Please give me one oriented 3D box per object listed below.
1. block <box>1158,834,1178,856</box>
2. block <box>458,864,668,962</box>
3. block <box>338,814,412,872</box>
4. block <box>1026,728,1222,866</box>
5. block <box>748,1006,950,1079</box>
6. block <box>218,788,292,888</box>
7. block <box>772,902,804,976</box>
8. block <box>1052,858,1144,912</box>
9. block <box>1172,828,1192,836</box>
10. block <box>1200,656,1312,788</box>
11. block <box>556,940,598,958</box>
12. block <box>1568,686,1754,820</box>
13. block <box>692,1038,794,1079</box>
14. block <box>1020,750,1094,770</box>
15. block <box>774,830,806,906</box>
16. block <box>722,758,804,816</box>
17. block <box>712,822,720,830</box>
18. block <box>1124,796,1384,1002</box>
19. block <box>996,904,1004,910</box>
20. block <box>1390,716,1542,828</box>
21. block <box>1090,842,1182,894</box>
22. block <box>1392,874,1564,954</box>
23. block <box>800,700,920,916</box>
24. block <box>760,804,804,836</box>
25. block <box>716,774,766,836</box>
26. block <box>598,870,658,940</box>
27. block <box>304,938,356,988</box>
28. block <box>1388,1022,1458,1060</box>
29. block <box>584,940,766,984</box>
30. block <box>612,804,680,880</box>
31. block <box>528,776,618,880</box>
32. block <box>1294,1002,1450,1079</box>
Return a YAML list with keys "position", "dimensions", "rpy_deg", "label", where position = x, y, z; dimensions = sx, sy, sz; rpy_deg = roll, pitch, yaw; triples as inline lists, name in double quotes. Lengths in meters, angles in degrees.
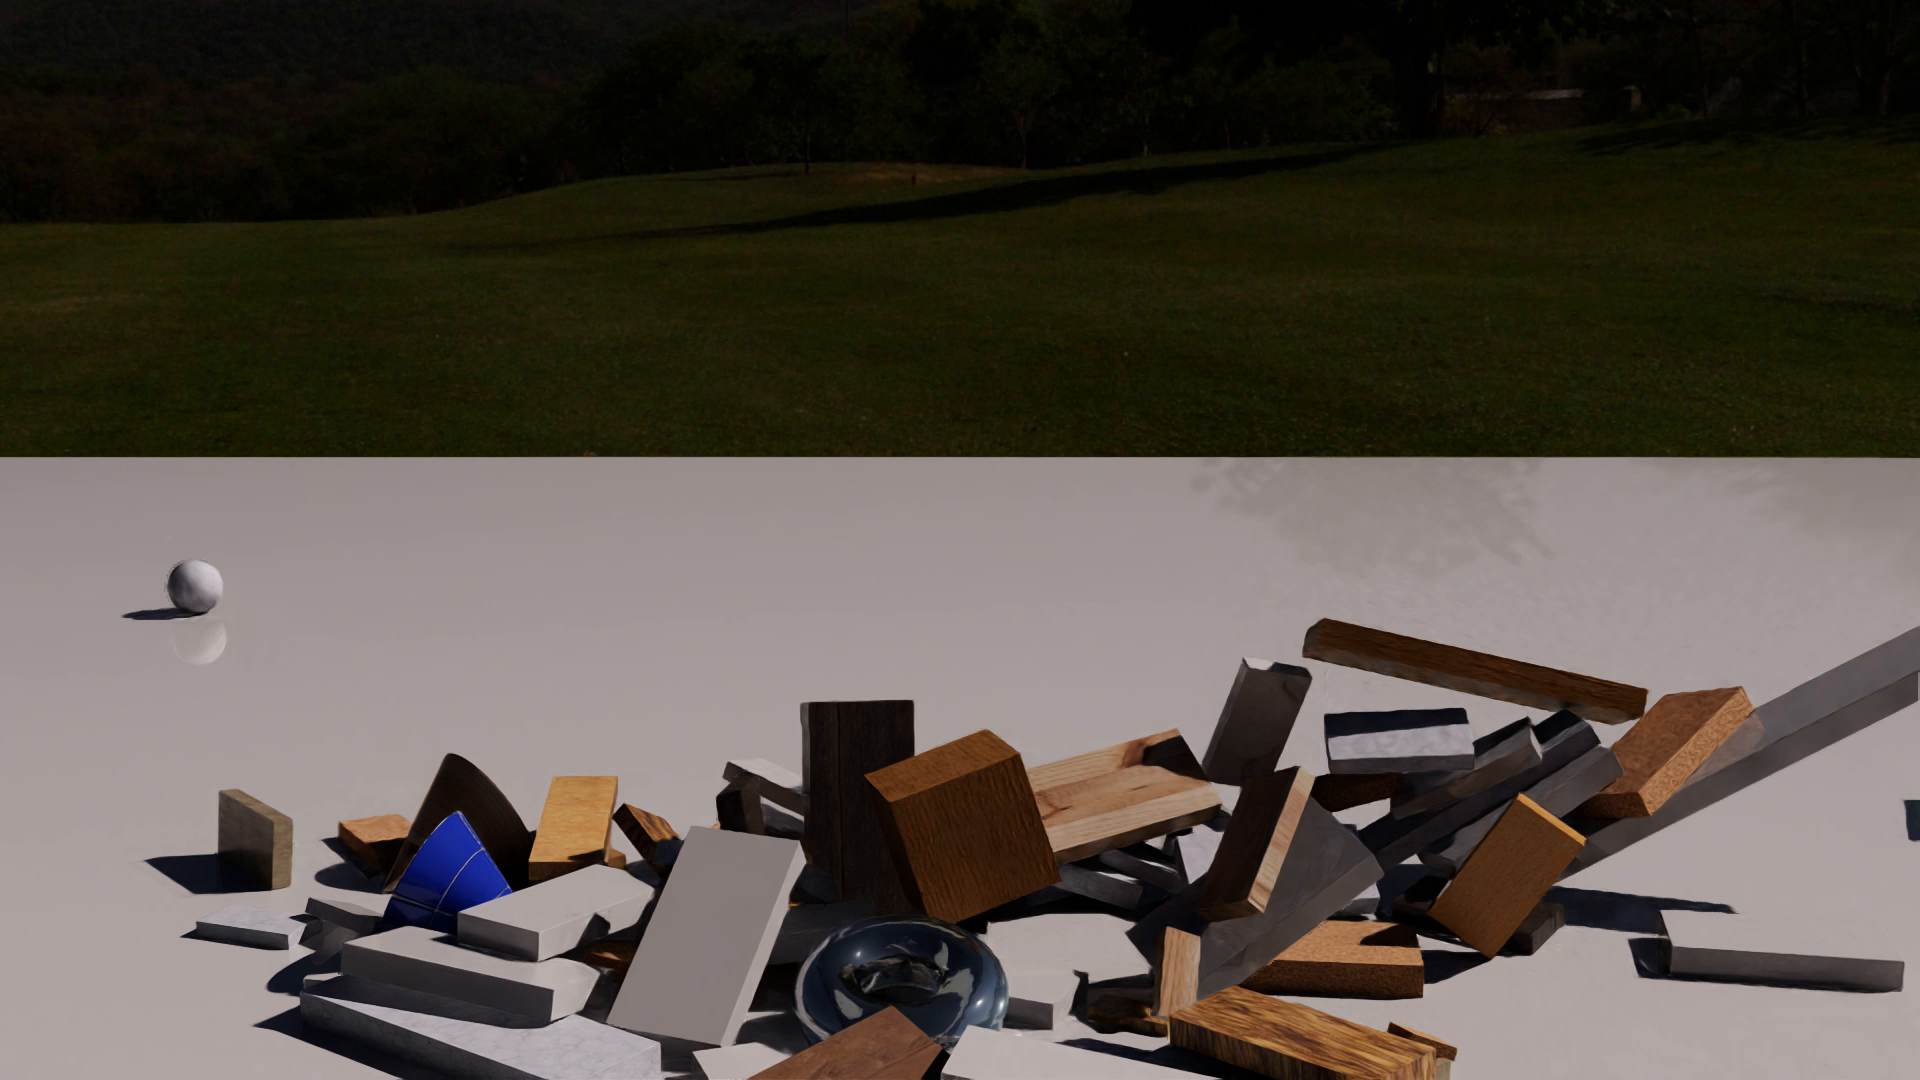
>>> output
- position: [0.438, 0.534, 3.679]
  dimensions: [0.207, 0.029, 0.104]
  rpy_deg: [17, 0, 3]
  label: "block"
- position: [-0.587, 0.556, 3.298]
  dimensions: [0.155, 0.044, 0.310]
  rpy_deg: [7, 9, 30]
  label: "block"
- position: [-1.011, 0.534, 3.892]
  dimensions: [0.109, 0.031, 0.218]
  rpy_deg: [-5, 12, -33]
  label: "block"
- position: [0.249, 0.427, 3.637]
  dimensions: [0.329, 0.047, 0.164]
  rpy_deg: [-13, 51, -22]
  label: "block"
- position: [-0.137, 0.704, 2.736]
  dimensions: [0.171, 0.049, 0.343]
  rpy_deg: [35, 28, 27]
  label: "block"
- position: [-1.211, 0.511, 3.772]
  dimensions: [0.033, 0.116, 0.231]
  rpy_deg: [-2, 9, -41]
  label: "block"
- position: [-0.299, 0.603, 3.409]
  dimensions: [0.220, 0.031, 0.110]
  rpy_deg: [11, 32, 38]
  label: "block"
- position: [0.148, 0.525, 3.656]
  dimensions: [0.310, 0.044, 0.155]
  rpy_deg: [17, 11, -1]
  label: "block"
- position: [0.281, 0.466, 3.711]
  dimensions: [0.207, 0.029, 0.103]
  rpy_deg: [9, -1, -6]
  label: "block"
- position: [0.503, 0.315, 3.747]
  dimensions: [0.117, 0.235, 0.033]
  rpy_deg: [10, 27, -15]
  label: "block"
- position: [-0.662, 0.624, 3.415]
  dimensions: [0.180, 0.025, 0.090]
  rpy_deg: [-5, 11, -24]
  label: "block"
- position: [1.162, 0.355, 3.660]
  dimensions: [0.327, 0.046, 0.163]
  rpy_deg: [-35, 10, -32]
  label: "block"
- position: [-0.258, 0.722, 2.863]
  dimensions: [0.125, 0.035, 0.249]
  rpy_deg: [-4, 11, -20]
  label: "block"
- position: [0.177, 0.451, 4.309]
  dimensions: [0.275, 0.039, 0.138]
  rpy_deg: [-1, 11, -5]
  label: "block"
- position: [-0.282, 0.556, 3.578]
  dimensions: [0.110, 0.031, 0.220]
  rpy_deg: [3, 30, 17]
  label: "block"
- position: [-0.286, 0.434, 3.788]
  dimensions: [0.224, 0.032, 0.112]
  rpy_deg: [21, 7, 26]
  label: "block"
- position: [-0.326, 0.531, 3.732]
  dimensions: [0.201, 0.028, 0.100]
  rpy_deg: [21, 13, 10]
  label: "block"
- position: [0.430, 0.535, 3.228]
  dimensions: [0.349, 0.049, 0.175]
  rpy_deg: [-35, 32, -6]
  label: "block"
- position: [-0.049, 0.507, 3.674]
  dimensions: [0.310, 0.044, 0.155]
  rpy_deg: [25, 14, 5]
  label: "block"
- position: [0.845, 0.388, 3.682]
  dimensions: [0.258, 0.037, 0.129]
  rpy_deg: [-29, 9, 18]
  label: "block"
- position: [0.303, 0.533, 3.658]
  dimensions: [0.207, 0.029, 0.103]
  rpy_deg: [23, 11, -1]
  label: "block"
- position: [0.825, 0.595, 3.507]
  dimensions: [0.238, 0.034, 0.119]
  rpy_deg: [8, 20, 38]
  label: "block"
- position: [-0.160, 0.434, 3.526]
  dimensions: [0.175, 0.349, 0.049]
  rpy_deg: [0, -5, -19]
  label: "block"
- position: [-0.267, 0.513, 3.743]
  dimensions: [0.224, 0.032, 0.112]
  rpy_deg: [22, 7, 19]
  label: "block"
- position: [-0.352, 0.495, 3.597]
  dimensions: [0.028, 0.201, 0.100]
  rpy_deg: [-1, 16, 19]
  label: "block"
- position: [-0.514, 0.575, 3.471]
  dimensions: [0.125, 0.035, 0.249]
  rpy_deg: [1, 8, -2]
  label: "block"
- position: [-0.907, 0.644, 3.313]
  dimensions: [0.087, 0.025, 0.174]
  rpy_deg: [2, 11, 11]
  label: "block"
- position: [0.627, 0.681, 2.989]
  dimensions: [0.063, 0.018, 0.125]
  rpy_deg: [18, -6, -1]
  label: "block"
- position: [-0.429, 0.640, 3.303]
  dimensions: [0.249, 0.035, 0.125]
  rpy_deg: [7, 12, 32]
  label: "block"
- position: [-0.465, 0.518, 3.551]
  dimensions: [0.220, 0.031, 0.110]
  rpy_deg: [44, 6, 37]
  label: "block"
- position: [-0.659, 0.490, 3.770]
  dimensions: [0.116, 0.033, 0.437]
  rpy_deg: [0, 12, -5]
  label: "block"
- position: [0.515, 0.699, 2.978]
  dimensions: [0.132, 0.037, 0.265]
  rpy_deg: [-9, 14, -40]
  label: "block"
